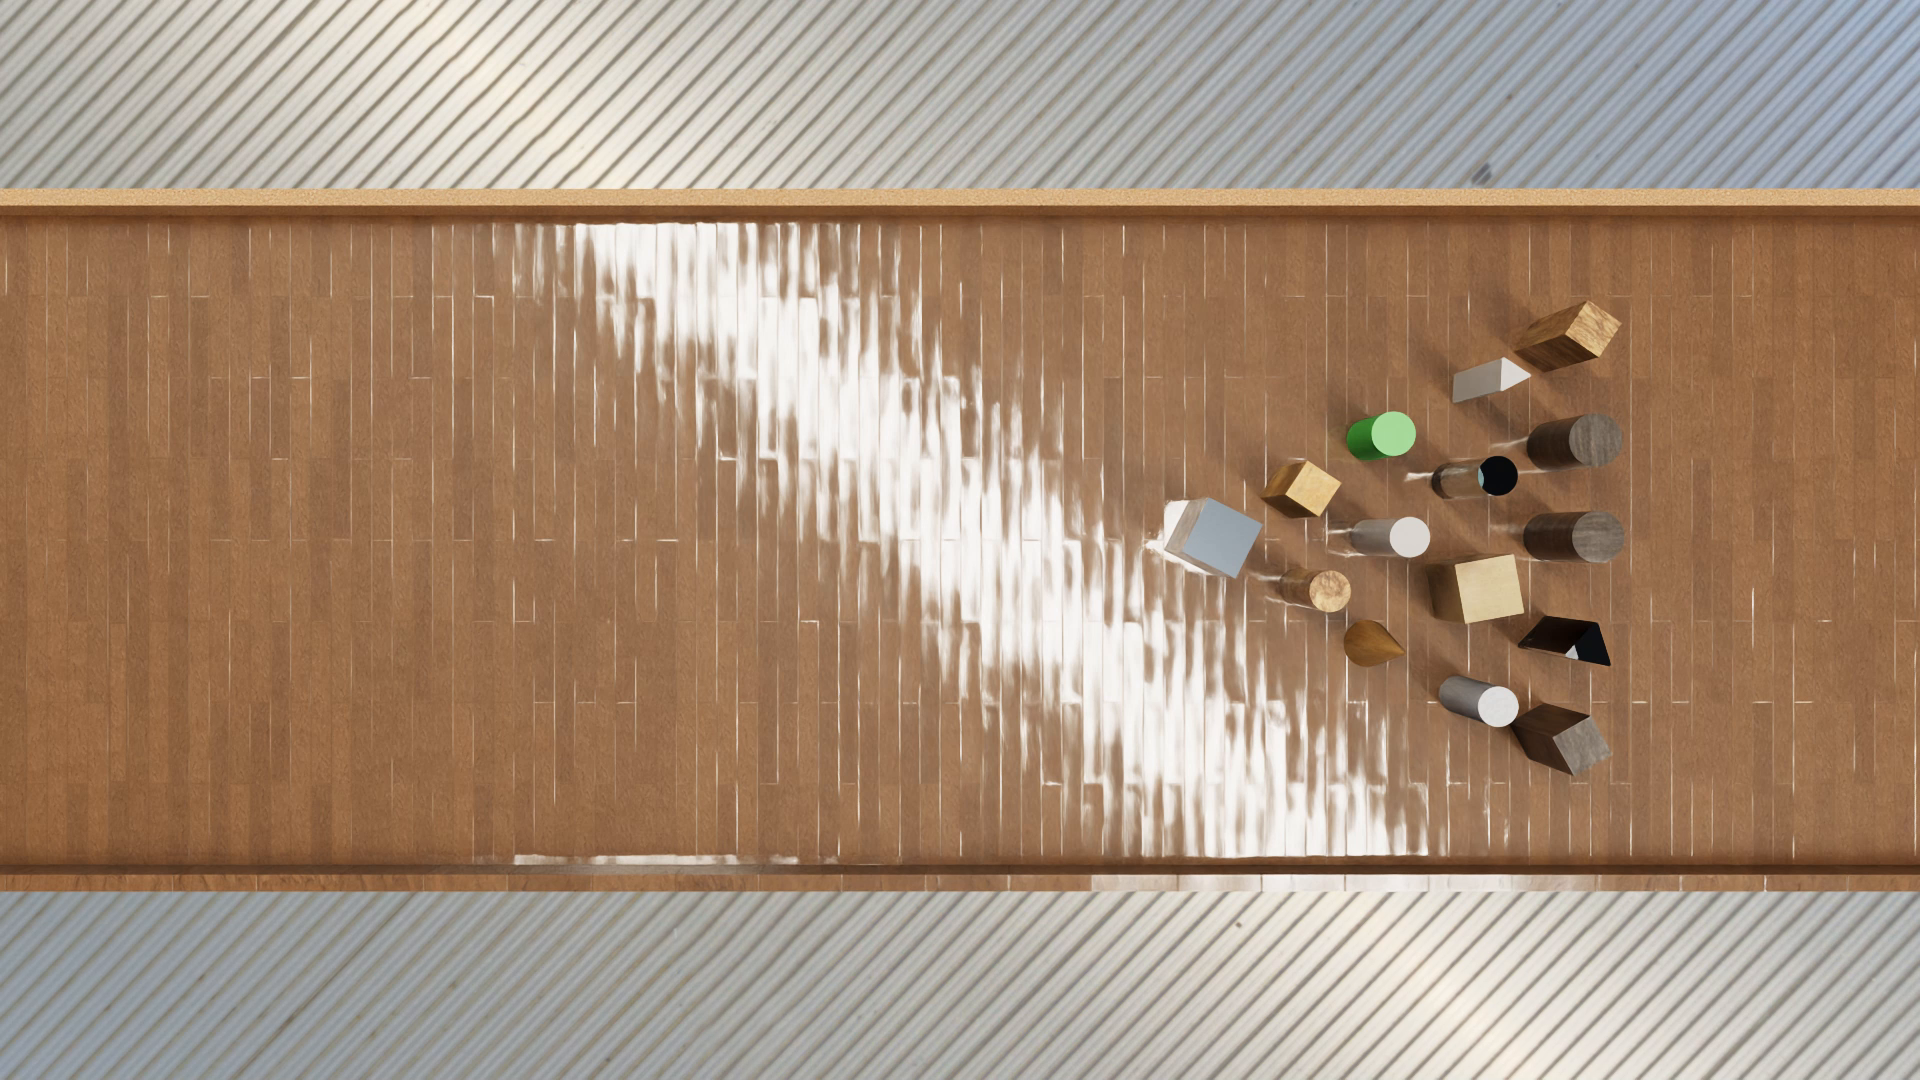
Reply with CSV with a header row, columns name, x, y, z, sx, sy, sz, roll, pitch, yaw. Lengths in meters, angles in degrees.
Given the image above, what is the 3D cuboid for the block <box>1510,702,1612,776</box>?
name,x,y,z,sx,sy,sz,roll,pitch,yaw
block,1.774,0.587,4.888,0.127,0.376,0.127,-29,90,0

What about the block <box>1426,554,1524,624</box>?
name,x,y,z,sx,sy,sz,roll,pitch,yaw
block,1.532,0.141,4.923,0.173,0.306,0.173,-10,90,0

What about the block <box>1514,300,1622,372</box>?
name,x,y,z,sx,sy,sz,roll,pitch,yaw
block,1.782,-0.594,4.858,0.115,0.438,0.115,34,90,0

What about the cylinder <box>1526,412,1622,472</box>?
name,x,y,z,sx,sy,sz,roll,pitch,yaw
cylinder,1.822,-0.287,4.901,0.155,0.351,0.155,0,90,0

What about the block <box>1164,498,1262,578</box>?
name,x,y,z,sx,sy,sz,roll,pitch,yaw
block,0.742,-0.006,4.870,0.171,0.413,0.171,27,90,0

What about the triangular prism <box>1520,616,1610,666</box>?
name,x,y,z,sx,sy,sz,roll,pitch,yaw
triangular prism,1.792,0.287,4.875,0.130,0.403,0.113,13,90,0

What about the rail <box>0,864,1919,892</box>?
name,x,y,z,sx,sy,sz,roll,pitch,yaw
rail,-2.247,1.025,5.001,12.000,0.150,0.050,0,90,0

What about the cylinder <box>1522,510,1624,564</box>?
name,x,y,z,sx,sy,sz,roll,pitch,yaw
cylinder,1.807,-0.008,4.873,0.149,0.407,0.149,0,90,0

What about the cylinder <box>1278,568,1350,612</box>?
name,x,y,z,sx,sy,sz,roll,pitch,yaw
cylinder,1.039,0.144,4.853,0.116,0.448,0.116,0,90,0

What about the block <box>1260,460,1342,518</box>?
name,x,y,z,sx,sy,sz,roll,pitch,yaw
block,1.001,-0.145,4.874,0.114,0.404,0.114,33,90,0

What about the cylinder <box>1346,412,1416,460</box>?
name,x,y,z,sx,sy,sz,roll,pitch,yaw
cylinder,1.254,-0.308,4.923,0.128,0.308,0.128,0,90,0

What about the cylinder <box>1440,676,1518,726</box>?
name,x,y,z,sx,sy,sz,roll,pitch,yaw
cylinder,1.532,0.475,4.885,0.115,0.384,0.115,0,90,0

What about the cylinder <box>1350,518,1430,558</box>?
name,x,y,z,sx,sy,sz,roll,pitch,yaw
cylinder,1.260,-0.008,4.847,0.113,0.460,0.113,0,90,0

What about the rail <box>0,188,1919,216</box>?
name,x,y,z,sx,sy,sz,roll,pitch,yaw
rail,-2.247,-1.025,5.002,12.000,0.150,0.050,0,90,0

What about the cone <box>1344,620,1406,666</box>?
name,x,y,z,sx,sy,sz,roll,pitch,yaw
cone,1.253,0.318,4.849,0.145,0.456,0.145,0,90,0

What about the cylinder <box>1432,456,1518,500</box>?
name,x,y,z,sx,sy,sz,roll,pitch,yaw
cylinder,1.507,-0.180,4.848,0.113,0.458,0.113,0,90,0

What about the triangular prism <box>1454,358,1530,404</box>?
name,x,y,z,sx,sy,sz,roll,pitch,yaw
triangular prism,1.541,-0.476,4.851,0.093,0.452,0.081,-27,90,0
